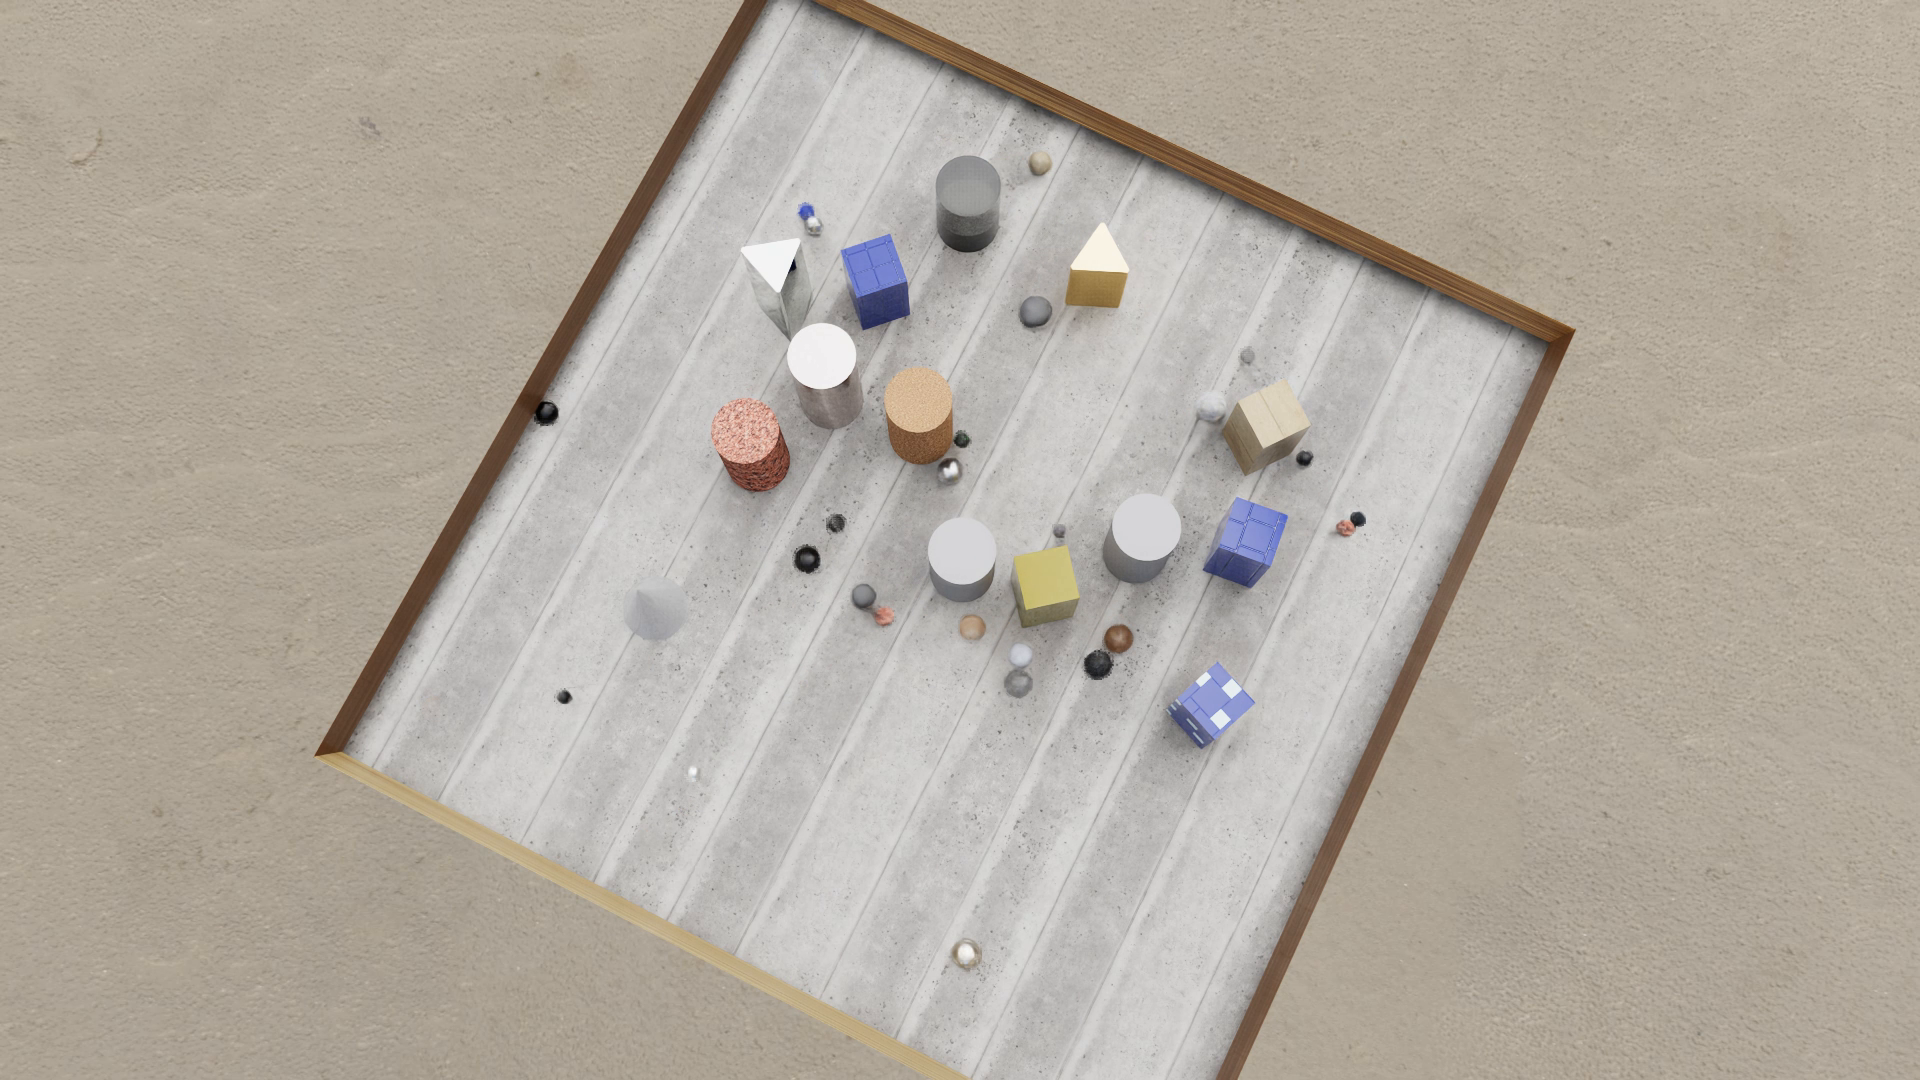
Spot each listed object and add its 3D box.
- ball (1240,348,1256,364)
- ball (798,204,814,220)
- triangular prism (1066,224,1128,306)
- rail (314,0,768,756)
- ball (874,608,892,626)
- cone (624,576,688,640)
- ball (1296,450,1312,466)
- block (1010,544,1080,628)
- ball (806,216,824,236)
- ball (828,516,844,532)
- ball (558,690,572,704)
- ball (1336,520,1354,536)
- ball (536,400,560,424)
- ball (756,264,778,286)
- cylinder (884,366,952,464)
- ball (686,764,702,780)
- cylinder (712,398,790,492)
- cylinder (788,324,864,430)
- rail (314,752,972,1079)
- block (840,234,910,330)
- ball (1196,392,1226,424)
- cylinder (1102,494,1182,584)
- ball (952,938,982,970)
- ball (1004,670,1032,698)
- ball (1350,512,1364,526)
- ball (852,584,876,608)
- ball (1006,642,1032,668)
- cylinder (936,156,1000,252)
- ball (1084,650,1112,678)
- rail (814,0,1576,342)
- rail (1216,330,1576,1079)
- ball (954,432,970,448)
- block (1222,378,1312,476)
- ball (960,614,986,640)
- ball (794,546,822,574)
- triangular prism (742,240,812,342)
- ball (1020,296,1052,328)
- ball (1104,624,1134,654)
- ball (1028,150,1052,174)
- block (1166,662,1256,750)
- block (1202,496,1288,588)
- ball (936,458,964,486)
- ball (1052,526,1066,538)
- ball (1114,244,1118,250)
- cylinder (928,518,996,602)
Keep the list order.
[{"bbox_3d":[0.896,-0.573,5.711,0.047,0.047,0.047,0,78,0],"label":"ball"},{"bbox_3d":[-0.486,-1.038,5.807,0.048,0.048,0.048,0,78,0],"label":"ball"},{"bbox_3d":[0.422,-0.844,5.626,0.171,0.324,0.148,4,78,1],"label":"triangular prism"},{"bbox_3d":[-1.230,-0.595,5.673,0.045,0.128,2.860,26,80,5],"label":"rail"},{"bbox_3d":[-0.232,0.231,5.541,0.055,0.055,0.055,0,78,0],"label":"ball"},{"bbox_3d":[-0.926,0.175,5.416,0.198,0.322,0.198,0,78,0],"label":"cone"},{"bbox_3d":[1.059,-0.251,5.645,0.047,0.047,0.047,0,78,0],"label":"ball"},{"bbox_3d":[0.248,0.141,5.412,0.158,0.343,0.158,-12,79,-3],"label":"block"},{"bbox_3d":[-0.460,-0.993,5.793,0.058,0.058,0.058,0,78,0],"label":"ball"},{"bbox_3d":[-0.377,-0.049,5.601,0.051,0.051,0.051,0,78,0],"label":"ball"},{"bbox_3d":[-1.187,0.472,5.497,0.043,0.043,0.043,0,78,0],"label":"ball"},{"bbox_3d":[1.177,-0.039,5.599,0.050,0.050,0.050,0,78,0],"label":"ball"},{"bbox_3d":[-1.276,-0.394,5.661,0.072,0.072,0.072,0,78,0],"label":"ball"},{"bbox_3d":[-0.604,-0.830,5.753,0.070,0.070,0.070,0,78,0],"label":"ball"},{"bbox_3d":[-0.121,-0.368,5.498,0.198,0.382,0.198,0,78,0],"label":"cylinder"},{"bbox_3d":[-0.792,0.692,5.450,0.047,0.047,0.047,0,78,0],"label":"ball"},{"bbox_3d":[-0.624,-0.281,5.493,0.198,0.357,0.198,0,78,0],"label":"cylinder"},{"bbox_3d":[-0.398,-0.485,5.491,0.198,0.443,0.198,0,78,0],"label":"cylinder"},{"bbox_3d":[-0.629,1.239,5.294,2.797,0.128,0.045,26,80,5],"label":"rail"},{"bbox_3d":[-0.257,-0.787,5.621,0.158,0.311,0.158,-19,79,-4],"label":"block"},{"bbox_3d":[0.776,-0.408,5.653,0.095,0.095,0.095,0,78,0],"label":"ball"},{"bbox_3d":[0.535,0.000,5.429,0.198,0.367,0.198,0,78,0],"label":"cylinder"},{"bbox_3d":[0.018,1.202,5.323,0.088,0.088,0.088,0,78,0],"label":"ball"},{"bbox_3d":[0.176,0.430,5.484,0.085,0.085,0.085,0,78,0],"label":"ball"},{"bbox_3d":[1.214,-0.067,5.608,0.044,0.044,0.044,0,78,0],"label":"ball"},{"bbox_3d":[-0.291,0.169,5.544,0.074,0.074,0.074,0,78,0],"label":"ball"},{"bbox_3d":[0.180,0.347,5.505,0.078,0.078,0.078,0,78,0],"label":"ball"},{"bbox_3d":[0.025,-1.038,5.677,0.198,0.303,0.198,0,78,0],"label":"cylinder"},{"bbox_3d":[0.414,0.372,5.497,0.083,0.083,0.083,0,78,0],"label":"ball"},{"bbox_3d":[0.629,-1.225,5.804,2.797,0.128,0.045,26,80,5],"label":"rail"},{"bbox_3d":[1.230,0.609,5.424,0.045,0.128,2.860,26,80,5],"label":"rail"},{"bbox_3d":[0.007,-0.308,5.657,0.047,0.047,0.047,0,78,0],"label":"ball"},{"bbox_3d":[0.917,-0.335,5.510,0.158,0.345,0.158,-26,79,-5],"label":"block"},{"bbox_3d":[0.039,0.264,5.521,0.080,0.080,0.080,0,78,0],"label":"ball"},{"bbox_3d":[-0.462,0.060,5.563,0.081,0.081,0.081,0,78,0],"label":"ball"},{"bbox_3d":[-0.520,-0.774,5.529,0.148,0.486,0.171,-40,81,-8],"label":"triangular prism"},{"bbox_3d":[0.237,-0.714,5.714,0.099,0.099,0.099,0,78,0],"label":"ball"},{"bbox_3d":[0.479,0.297,5.511,0.087,0.087,0.087,0,78,0],"label":"ball"},{"bbox_3d":[0.254,-1.199,5.826,0.076,0.076,0.076,0,78,0],"label":"ball"},{"bbox_3d":[0.729,0.487,5.360,0.158,0.306,0.158,-41,81,-8],"label":"block"},{"bbox_3d":[0.842,0.011,5.430,0.158,0.361,0.158,20,79,4],"label":"block"},{"bbox_3d":[-0.029,-0.210,5.617,0.085,0.085,0.085,0,78,0],"label":"ball"},{"bbox_3d":[0.304,-0.025,5.601,0.040,0.040,0.040,0,78,0],"label":"ball"},{"bbox_3d":[0.468,-0.906,5.771,0.065,0.065,0.065,0,78,0],"label":"ball"},{"bbox_3d":[0.007,0.062,5.447,0.198,0.308,0.198,0,78,0],"label":"cylinder"}]
